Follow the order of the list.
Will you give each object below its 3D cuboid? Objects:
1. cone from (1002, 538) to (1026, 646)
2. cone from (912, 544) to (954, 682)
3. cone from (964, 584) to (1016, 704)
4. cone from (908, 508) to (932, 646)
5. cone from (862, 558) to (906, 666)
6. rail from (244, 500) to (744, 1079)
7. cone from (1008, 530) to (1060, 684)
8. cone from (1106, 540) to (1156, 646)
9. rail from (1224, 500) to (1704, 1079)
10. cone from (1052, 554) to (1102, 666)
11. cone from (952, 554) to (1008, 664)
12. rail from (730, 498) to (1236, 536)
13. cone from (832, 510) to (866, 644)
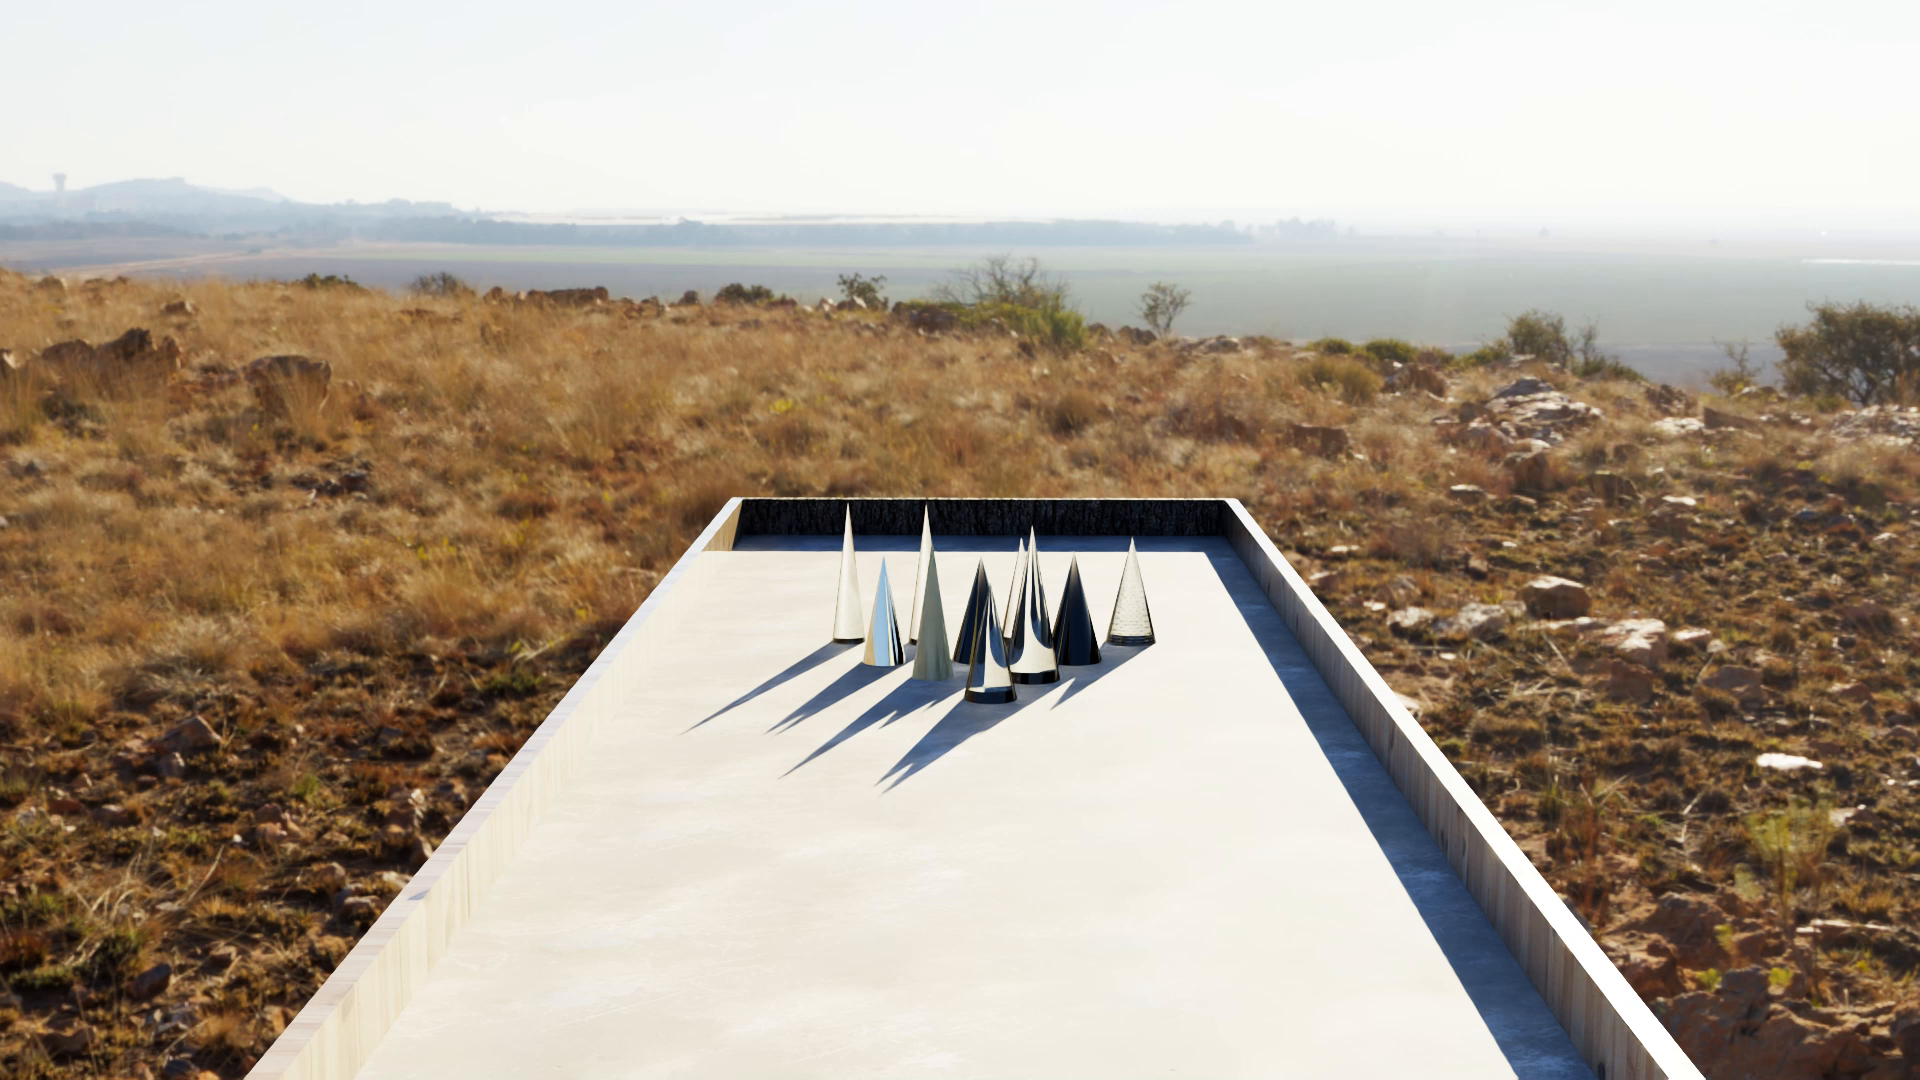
[{"bbox_3d":[0.193,0.157,6.935,0.138,0.339,0.138,0,9,0],"label":"cone"},{"bbox_3d":[-0.081,0.200,6.441,0.123,0.409,0.123,0,9,0],"label":"cone"},{"bbox_3d":[0.085,0.281,6.173,0.152,0.334,0.152,0,9,0],"label":"cone"},{"bbox_3d":[-0.106,0.105,6.929,0.117,0.443,0.117,0,9,0],"label":"cone"},{"bbox_3d":[-0.230,0.205,6.659,0.134,0.332,0.134,0,9,0],"label":"cone"},{"bbox_3d":[-1.004,0.839,3.234,0.050,0.150,12.000,0,9,1],"label":"rail"},{"bbox_3d":[0.210,0.182,6.413,0.168,0.454,0.168,0,9,0],"label":"cone"},{"bbox_3d":[0.542,0.156,6.951,0.164,0.337,0.164,0,9,0],"label":"cone"},{"bbox_3d":[1.046,0.843,3.208,0.050,0.150,12.000,0,9,1],"label":"rail"},{"bbox_3d":[0.346,0.199,6.679,0.173,0.337,0.173,0,9,0],"label":"cone"},{"bbox_3d":[0.064,0.204,6.691,0.177,0.323,0.177,0,9,0],"label":"cone"},{"bbox_3d":[0.099,-0.098,9.147,2.100,0.150,0.050,0,9,1],"label":"rail"},{"bbox_3d":[-0.352,0.100,6.950,0.108,0.447,0.108,0,9,0],"label":"cone"}]
